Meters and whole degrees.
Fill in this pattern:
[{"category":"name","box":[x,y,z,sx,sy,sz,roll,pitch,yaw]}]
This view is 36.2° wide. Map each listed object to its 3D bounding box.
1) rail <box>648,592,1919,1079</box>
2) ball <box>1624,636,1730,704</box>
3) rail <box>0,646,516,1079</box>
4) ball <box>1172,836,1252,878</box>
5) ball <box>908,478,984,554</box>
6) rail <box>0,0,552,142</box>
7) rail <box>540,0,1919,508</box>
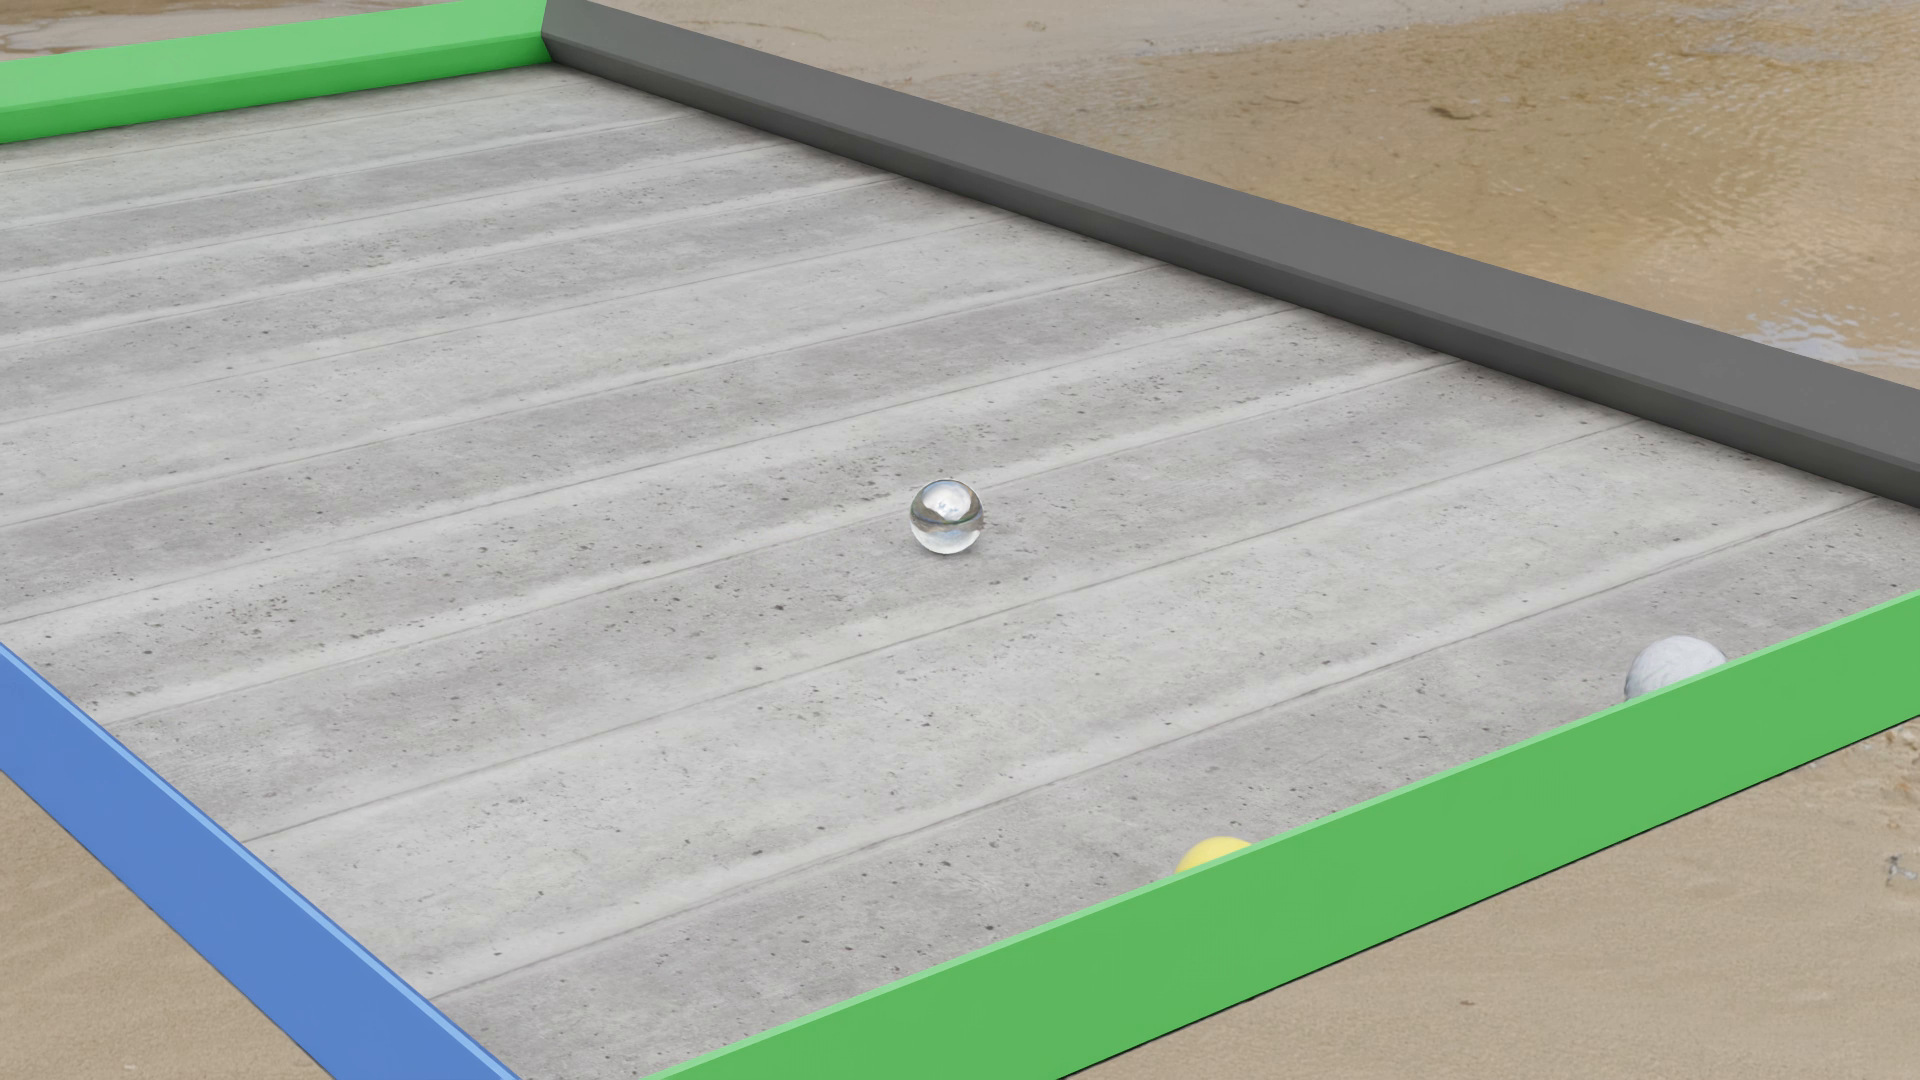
[{"category":"rail","box":[0.409,0.171,2.061,1.619,0.110,0.045,-16,26,-35]},{"category":"ball","box":[0.550,0.116,2.242,0.085,0.085,0.085,0,21,0]},{"category":"rail","box":[-1.045,-0.044,2.615,0.045,0.110,2.769,-16,26,-35]},{"category":"ball","box":[0.176,0.233,1.962,0.070,0.070,0.070,0,21,0]},{"category":"ball","box":[-0.012,-0.021,2.617,0.067,0.067,0.067,0,21,0]},{"category":"rail","box":[-1.257,-0.609,4.066,1.619,0.110,0.045,-16,26,-35]},{"category":"rail","box":[0.198,-0.393,3.512,0.045,0.110,2.769,-16,26,-35]}]
